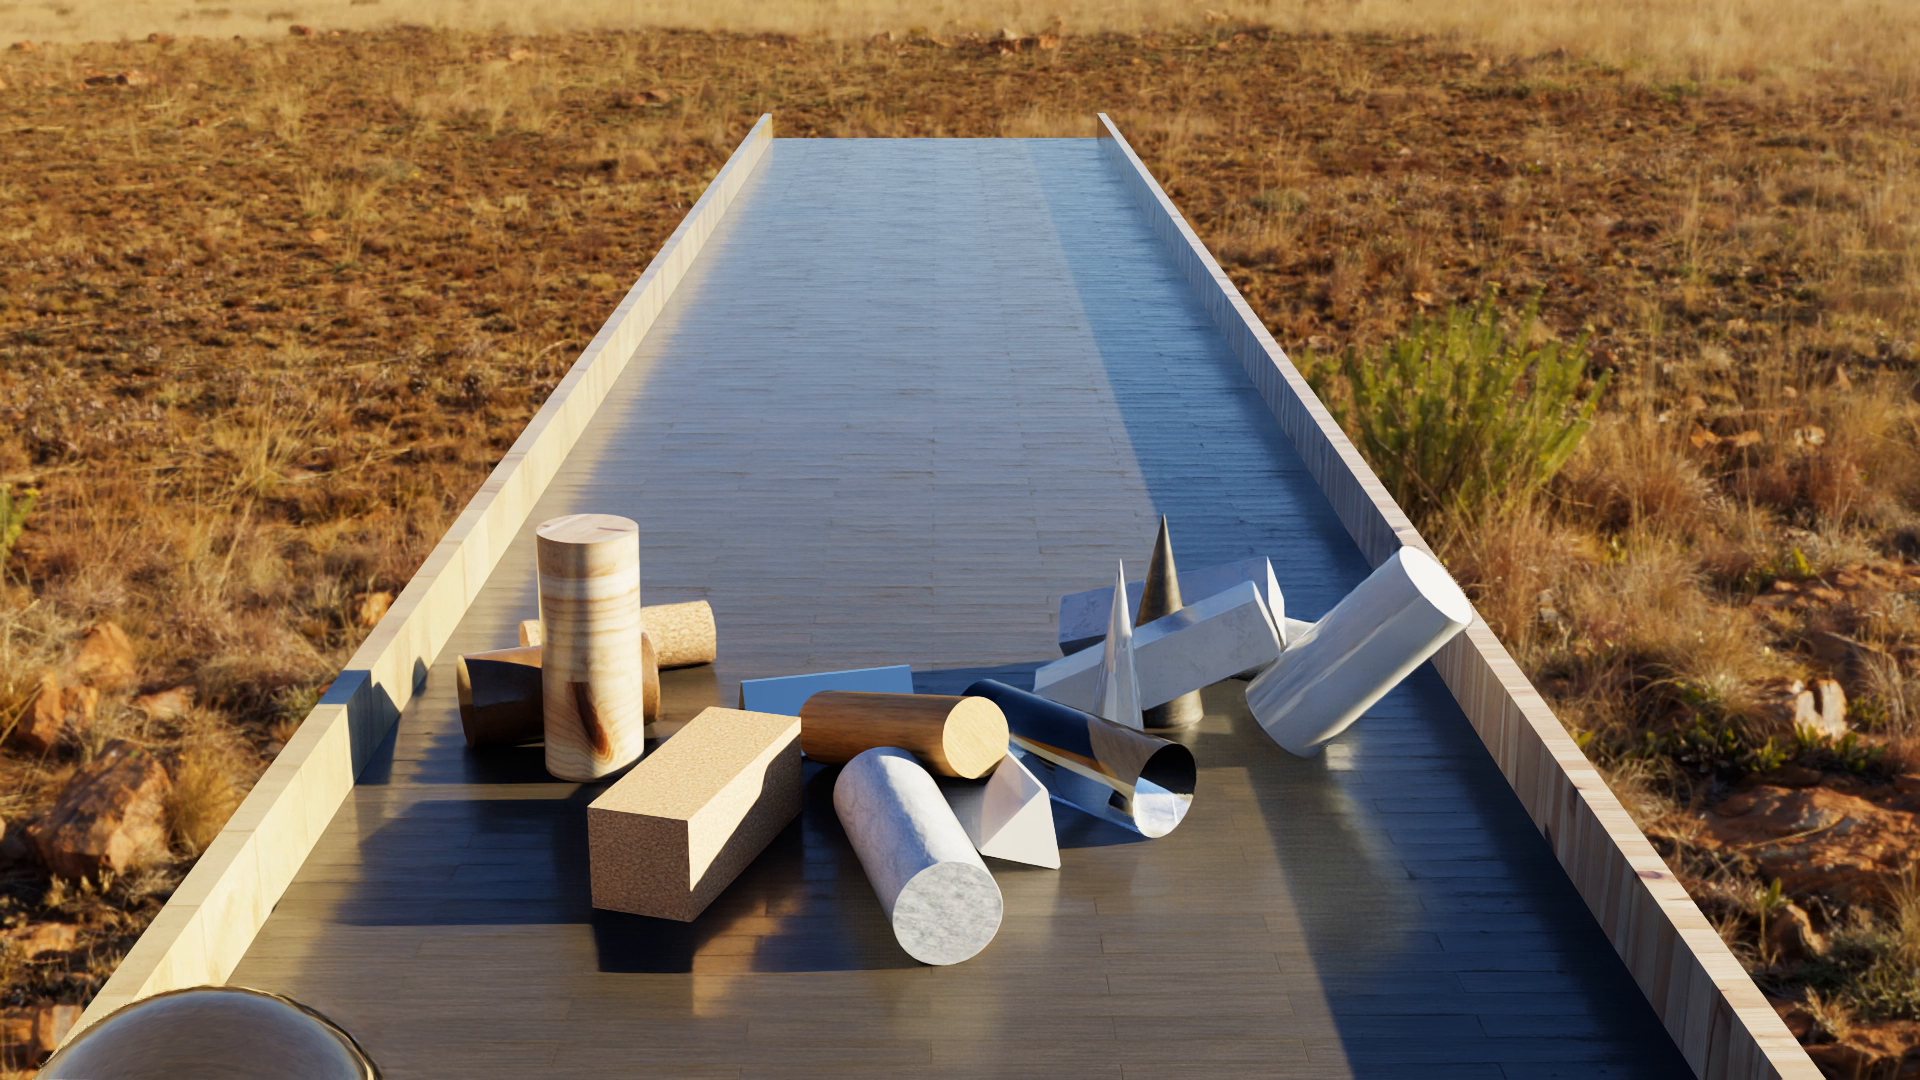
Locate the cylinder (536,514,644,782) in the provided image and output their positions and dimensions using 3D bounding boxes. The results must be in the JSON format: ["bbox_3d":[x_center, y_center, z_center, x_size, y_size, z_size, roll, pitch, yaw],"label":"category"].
[{"bbox_3d":[-0.642,0.187,3.829,0.173,0.434,0.173,1,17,0],"label":"cylinder"}]

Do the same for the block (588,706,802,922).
[{"bbox_3d":[-0.412,0.427,3.500,0.166,0.166,0.443,5,17,17],"label":"block"}]

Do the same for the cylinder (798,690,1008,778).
[{"bbox_3d":[-0.104,0.324,3.711,0.132,0.132,0.442,-12,5,-36],"label":"cylinder"}]

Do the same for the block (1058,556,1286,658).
[{"bbox_3d":[0.406,0.155,4.225,0.412,0.124,0.124,-12,42,17],"label":"block"}]

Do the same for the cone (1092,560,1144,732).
[{"bbox_3d":[0.279,0.210,3.870,0.114,0.372,0.114,0,17,0],"label":"cone"}]

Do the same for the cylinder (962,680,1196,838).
[{"bbox_3d":[0.184,0.365,3.721,0.159,0.159,0.425,-16,23,-42],"label":"cylinder"}]

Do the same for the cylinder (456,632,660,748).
[{"bbox_3d":[-0.733,0.272,4.013,0.335,0.170,0.170,-7,18,-22],"label":"cylinder"}]

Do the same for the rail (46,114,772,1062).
[{"bbox_3d":[-1.118,-0.838,7.780,0.050,0.150,12.000,0,17,-1],"label":"rail"}]

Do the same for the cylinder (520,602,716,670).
[{"bbox_3d":[-0.673,0.202,4.330,0.365,0.124,0.124,-6,18,-20],"label":"cylinder"}]

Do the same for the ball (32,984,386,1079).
[{"bbox_3d":[-0.737,0.633,2.147,0.390,0.390,0.390,0,17,0],"label":"ball"}]

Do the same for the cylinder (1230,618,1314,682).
[{"bbox_3d":[0.603,0.215,4.261,0.334,0.139,0.139,13,21,37],"label":"cylinder"}]

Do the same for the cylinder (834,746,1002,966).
[{"bbox_3d":[-0.071,0.472,3.354,0.163,0.163,0.449,-4,17,-13],"label":"cylinder"}]

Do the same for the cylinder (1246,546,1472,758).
[{"bbox_3d":[0.696,0.199,3.858,0.172,0.383,0.172,34,28,-21],"label":"cylinder"}]

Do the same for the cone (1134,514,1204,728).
[{"bbox_3d":[0.373,0.135,4.082,0.170,0.393,0.170,0,17,0],"label":"cone"}]

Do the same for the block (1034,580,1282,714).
[{"bbox_3d":[0.356,0.221,3.979,0.431,0.114,0.114,-23,13,11],"label":"block"}]

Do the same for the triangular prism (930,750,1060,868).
[{"bbox_3d":[0.059,0.401,3.590,0.140,0.122,0.331,14,10,-23],"label":"triangular prism"}]

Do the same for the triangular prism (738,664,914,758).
[{"bbox_3d":[-0.241,0.301,3.979,0.310,0.128,0.148,-5,17,-15],"label":"triangular prism"}]

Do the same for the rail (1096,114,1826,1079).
[{"bbox_3d":[0.932,-0.844,7.801,0.050,0.150,12.000,0,17,-1],"label":"rail"}]
